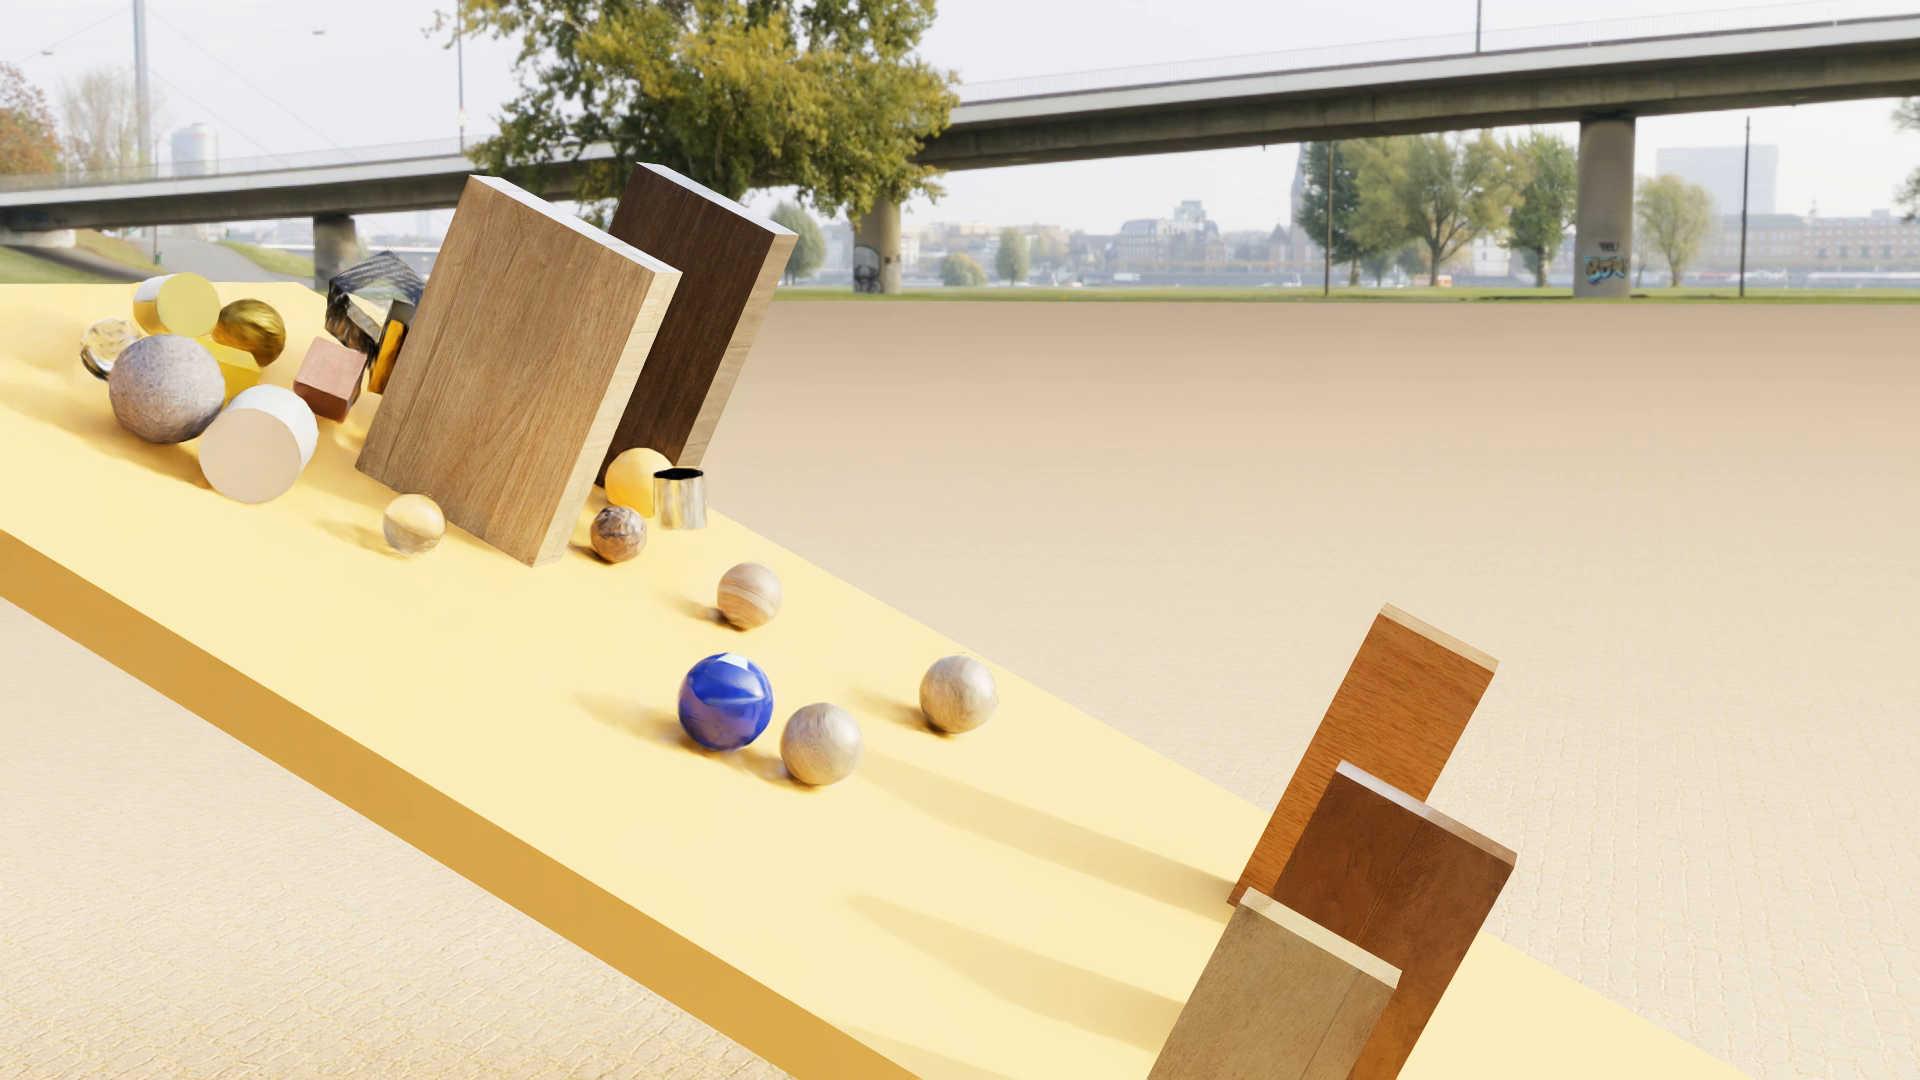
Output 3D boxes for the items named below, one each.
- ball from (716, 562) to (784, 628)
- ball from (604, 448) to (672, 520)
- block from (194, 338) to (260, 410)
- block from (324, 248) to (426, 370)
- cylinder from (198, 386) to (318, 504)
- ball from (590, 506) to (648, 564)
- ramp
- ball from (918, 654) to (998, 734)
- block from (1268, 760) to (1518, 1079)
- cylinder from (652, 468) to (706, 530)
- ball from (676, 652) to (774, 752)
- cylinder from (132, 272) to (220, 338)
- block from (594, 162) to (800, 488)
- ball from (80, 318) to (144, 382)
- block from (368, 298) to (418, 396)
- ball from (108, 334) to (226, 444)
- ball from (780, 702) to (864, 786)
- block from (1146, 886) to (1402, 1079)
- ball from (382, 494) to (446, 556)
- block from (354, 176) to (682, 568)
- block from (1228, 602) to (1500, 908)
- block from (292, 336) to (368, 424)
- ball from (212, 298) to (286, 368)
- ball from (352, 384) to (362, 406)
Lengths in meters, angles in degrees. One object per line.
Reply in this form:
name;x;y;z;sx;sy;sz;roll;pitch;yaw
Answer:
ball;-0.434;0.114;4.540;0.138;0.138;0.138;0;7;0
ball;-0.712;-0.126;4.906;0.160;0.160;0.160;0;7;0
block;-1.475;-0.317;4.374;0.114;0.114;0.114;16;16;-33
block;-1.243;-0.491;4.719;0.158;0.158;0.158;42;51;12
cylinder;-1.287;-0.177;4.042;0.179;0.179;0.179;-1;18;-6
ball;-0.709;-0.012;4.568;0.120;0.120;0.120;0;7;0
ramp;-0.255;0.433;4.166;4.000;0.100;2.000;28;14;12
ball;-0.004;0.315;4.495;0.161;0.161;0.161;0;7;0
block;0.652;0.662;3.621;0.317;0.503;0.086;28;14;12
cylinder;-0.599;-0.087;4.699;0.111;0.111;0.111;0;14;0
ball;-0.412;0.285;3.864;0.173;0.173;0.173;0;7;0
cylinder;-1.589;-0.474;4.460;0.130;0.130;0.130;-6;6;-40
block;-0.689;-0.457;5.026;0.371;0.705;0.141;28;14;12
ball;-1.637;-0.367;4.254;0.123;0.123;0.123;0;7;0
block;-1.123;-0.381;4.559;0.159;0.159;0.159;17;17;-19
ball;-1.452;-0.276;4.030;0.203;0.203;0.203;0;7;0
ball;-0.246;0.363;3.909;0.150;0.150;0.150;0;7;0
block;0.426;0.737;3.149;0.243;0.404;0.084;28;14;12
ball;-1.017;-0.029;4.094;0.116;0.116;0.116;0;7;0
block;-0.880;-0.334;4.360;0.435;0.641;0.122;28;14;12
block;0.778;0.469;4.256;0.240;0.648;0.141;28;14;12
block;-1.309;-0.331;4.562;0.113;0.113;0.113;21;-29;-11
ball;-1.513;-0.438;4.681;0.152;0.152;0.152;0;7;0
ball;-1.331;-0.329;4.682;0.111;0.111;0.111;0;7;0
